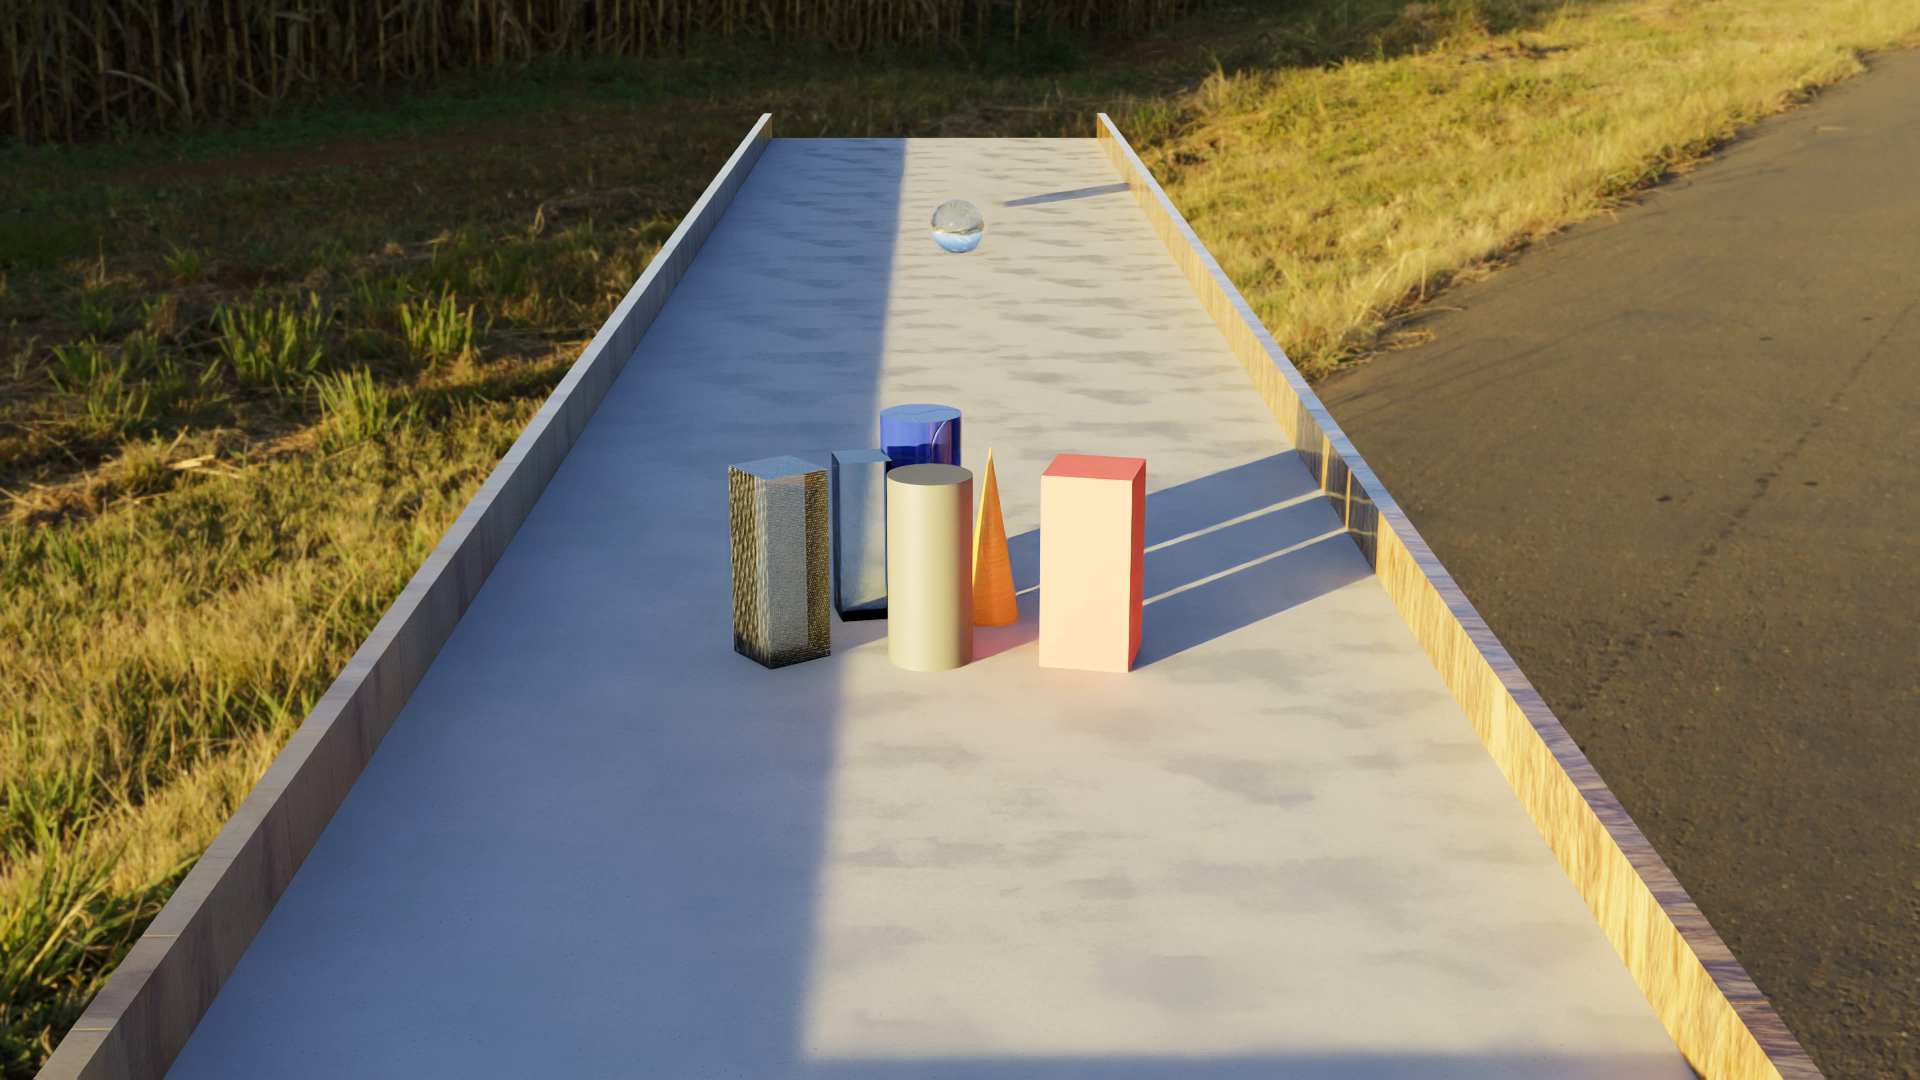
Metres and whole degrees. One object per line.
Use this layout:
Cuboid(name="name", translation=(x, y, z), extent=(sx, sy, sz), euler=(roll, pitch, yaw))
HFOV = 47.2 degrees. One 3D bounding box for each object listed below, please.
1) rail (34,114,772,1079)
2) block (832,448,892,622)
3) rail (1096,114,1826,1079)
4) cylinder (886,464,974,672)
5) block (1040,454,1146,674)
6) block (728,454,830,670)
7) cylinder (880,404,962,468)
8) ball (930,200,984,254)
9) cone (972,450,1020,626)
Cuboid(name="rail", translation=(-1.118, -0.838, 7.780), extent=(0.050, 0.150, 12.000), euler=(0, 17, -1))
Cuboid(name="block", translation=(-0.207, -0.011, 4.658), extent=(0.109, 0.345, 0.109), euler=(-4, 17, -12))
Cuboid(name="rail", translation=(0.932, -0.844, 7.801), extent=(0.050, 0.150, 12.000), euler=(0, 17, -1))
Cuboid(name="cylinder", translation=(-0.059, 0.054, 4.377), extent=(0.170, 0.381, 0.170), euler=(0, 17, 0))
Cuboid(name="block", translation=(0.265, 0.044, 4.389), extent=(0.178, 0.393, 0.178), euler=(4, 17, 13))
Cuboid(name="block", translation=(-0.360, 0.043, 4.400), extent=(0.142, 0.389, 0.142), euler=(-12, 20, -35))
Cuboid(name="cylinder", translation=(-0.085, -0.092, 4.857), extent=(0.179, 0.387, 0.179), euler=(0, 17, 0))
Cuboid(name="ball", translation=(-0.012, -1.325, 9.286), extent=(0.226, 0.226, 0.226), euler=(0, 17, 0))
Cuboid(name="cone", translation=(0.063, -0.016, 4.621), extent=(0.127, 0.376, 0.127), euler=(0, 17, 0))
